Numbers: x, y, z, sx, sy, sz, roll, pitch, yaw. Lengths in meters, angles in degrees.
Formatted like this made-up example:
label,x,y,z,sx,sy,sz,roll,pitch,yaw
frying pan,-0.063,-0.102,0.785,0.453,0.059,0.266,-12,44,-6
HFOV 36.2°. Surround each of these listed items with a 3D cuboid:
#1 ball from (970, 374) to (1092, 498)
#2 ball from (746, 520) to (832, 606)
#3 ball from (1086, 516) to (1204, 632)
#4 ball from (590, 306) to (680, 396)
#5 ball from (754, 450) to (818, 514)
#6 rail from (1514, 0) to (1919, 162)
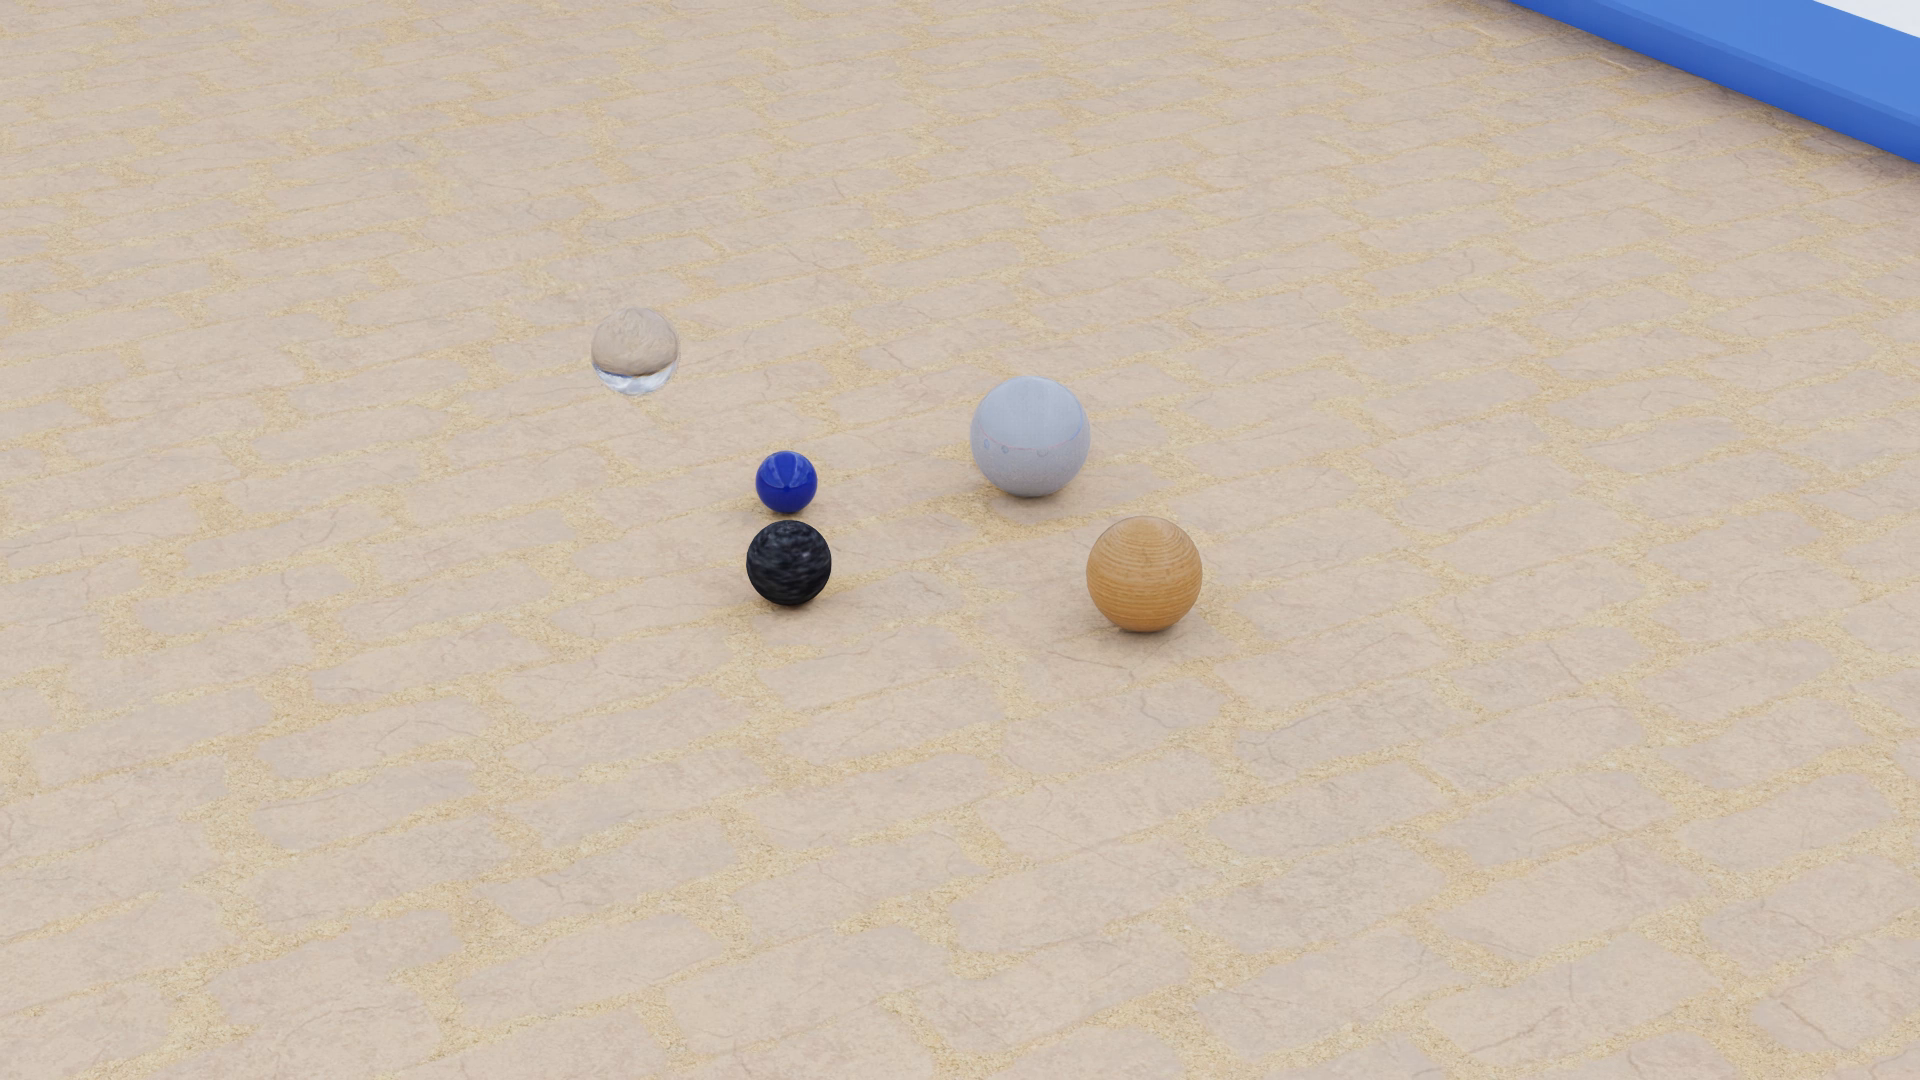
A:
label,x,y,z,sx,sy,sz,roll,pitch,yaw
ball,0.050,-0.073,2.077,0.086,0.086,0.086,0,27,0
ball,-0.113,0.015,1.937,0.057,0.057,0.057,0,27,0
ball,0.119,0.022,1.903,0.076,0.076,0.076,0,27,0
ball,-0.247,-0.143,2.235,0.067,0.067,0.067,0,27,0
ball,-0.122,-0.041,2.060,0.044,0.044,0.044,0,27,0
rail,0.512,-0.673,3.218,0.045,0.112,3.957,-15,31,-26
